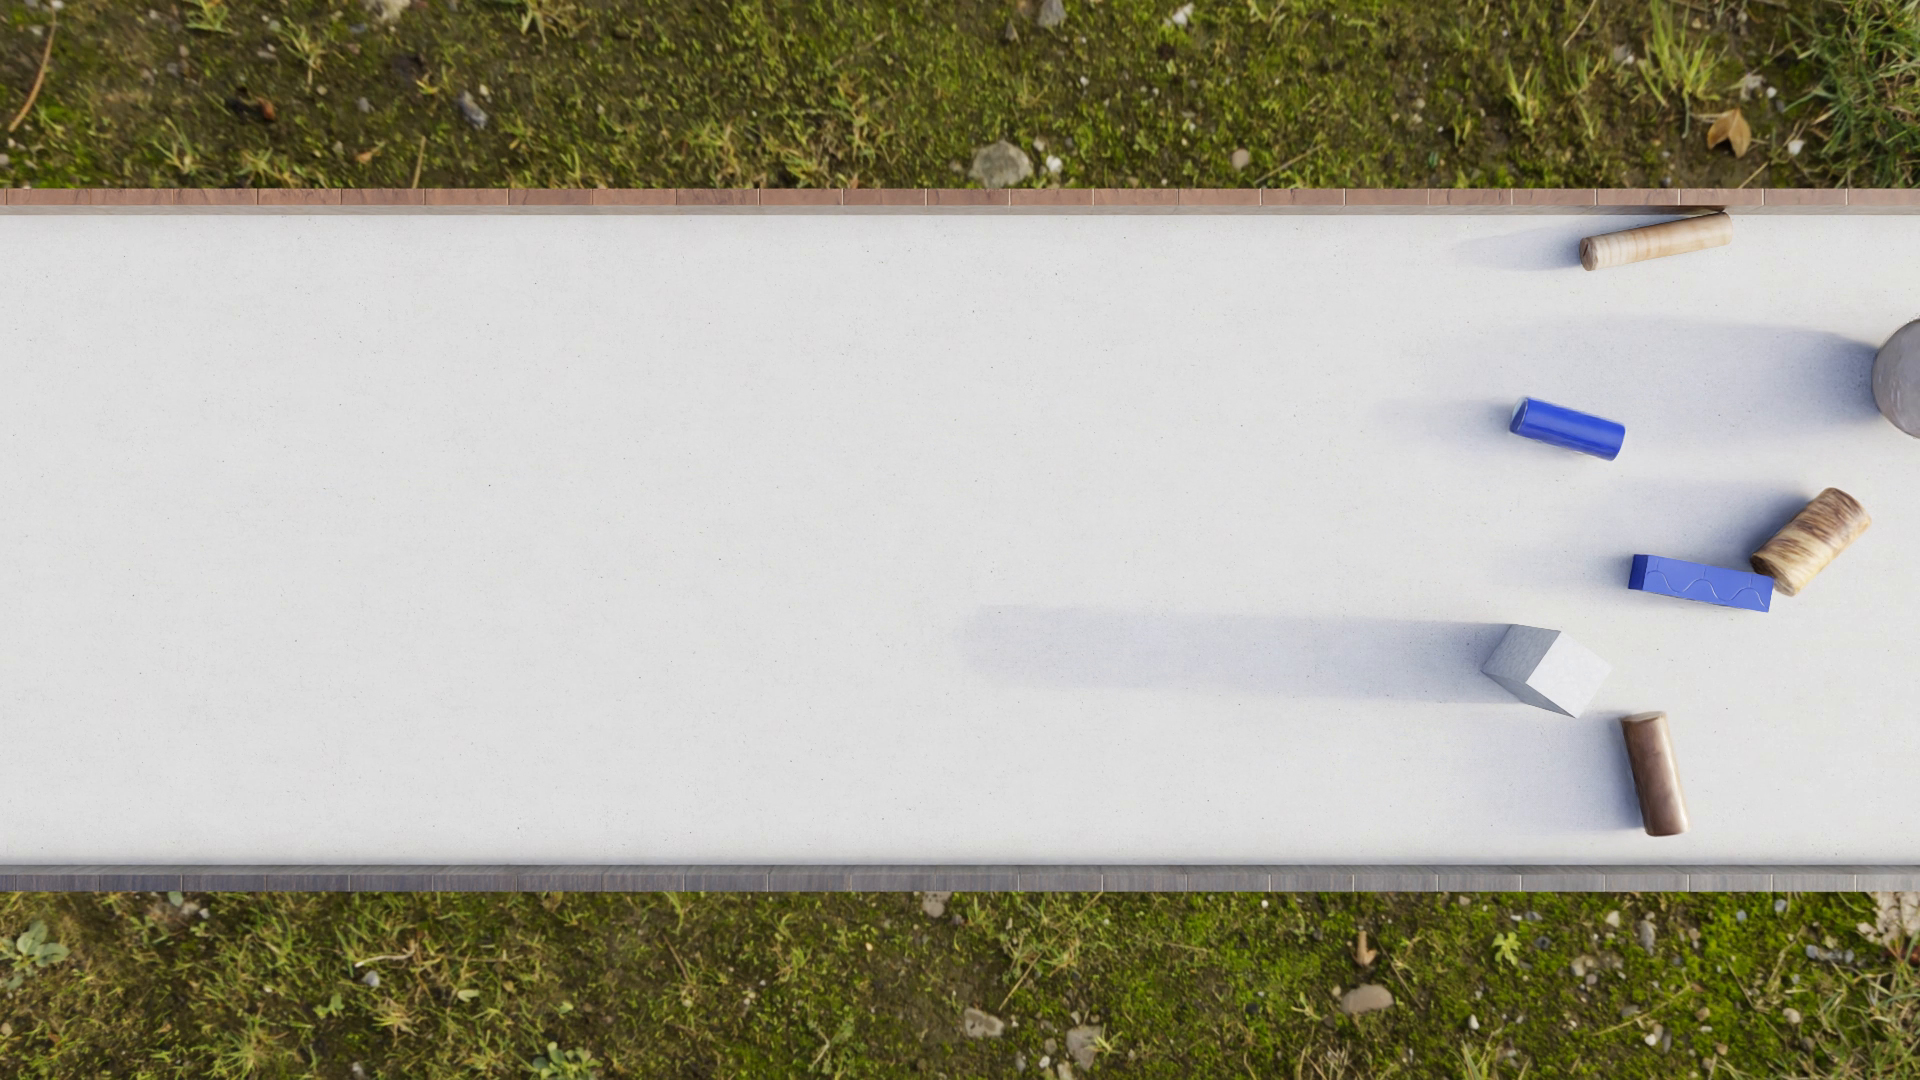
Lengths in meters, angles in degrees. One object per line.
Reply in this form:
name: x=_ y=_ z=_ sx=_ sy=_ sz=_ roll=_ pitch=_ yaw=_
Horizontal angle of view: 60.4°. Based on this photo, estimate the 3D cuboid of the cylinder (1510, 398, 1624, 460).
cylinder: x=1.846 y=-0.338 z=5.018 sx=0.308 sy=0.116 sz=0.116 roll=16 pitch=90 yaw=0

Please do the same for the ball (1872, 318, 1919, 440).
ball: x=2.925 y=-0.481 z=4.880 sx=0.394 sy=0.394 sz=0.394 roll=0 pitch=90 yaw=0

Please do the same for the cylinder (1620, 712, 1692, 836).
cylinder: x=2.115 y=0.710 z=5.013 sx=0.128 sy=0.128 sz=0.357 roll=-13 pitch=90 yaw=0

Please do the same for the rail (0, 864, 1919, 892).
rail: x=-2.247 y=1.025 z=5.001 sx=12.000 sy=0.150 sz=0.050 roll=0 pitch=90 yaw=0

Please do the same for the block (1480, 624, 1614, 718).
block: x=1.725 y=0.382 z=4.872 sx=0.179 sy=0.409 sz=0.179 roll=35 pitch=90 yaw=0

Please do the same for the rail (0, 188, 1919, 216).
rail: x=-2.247 y=-1.025 z=5.002 sx=12.000 sy=0.150 sz=0.050 roll=0 pitch=90 yaw=0

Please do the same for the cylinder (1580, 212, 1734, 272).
cylinder: x=2.119 y=-0.910 z=5.025 sx=0.430 sy=0.102 sz=0.102 roll=-11 pitch=90 yaw=0

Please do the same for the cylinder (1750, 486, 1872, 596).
cylinder: x=2.573 y=0.005 z=4.993 sx=0.311 sy=0.167 sz=0.167 roll=-42 pitch=90 yaw=0

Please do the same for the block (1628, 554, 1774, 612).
block: x=2.255 y=0.132 z=5.022 sx=0.386 sy=0.109 sz=0.109 roll=10 pitch=90 yaw=0
